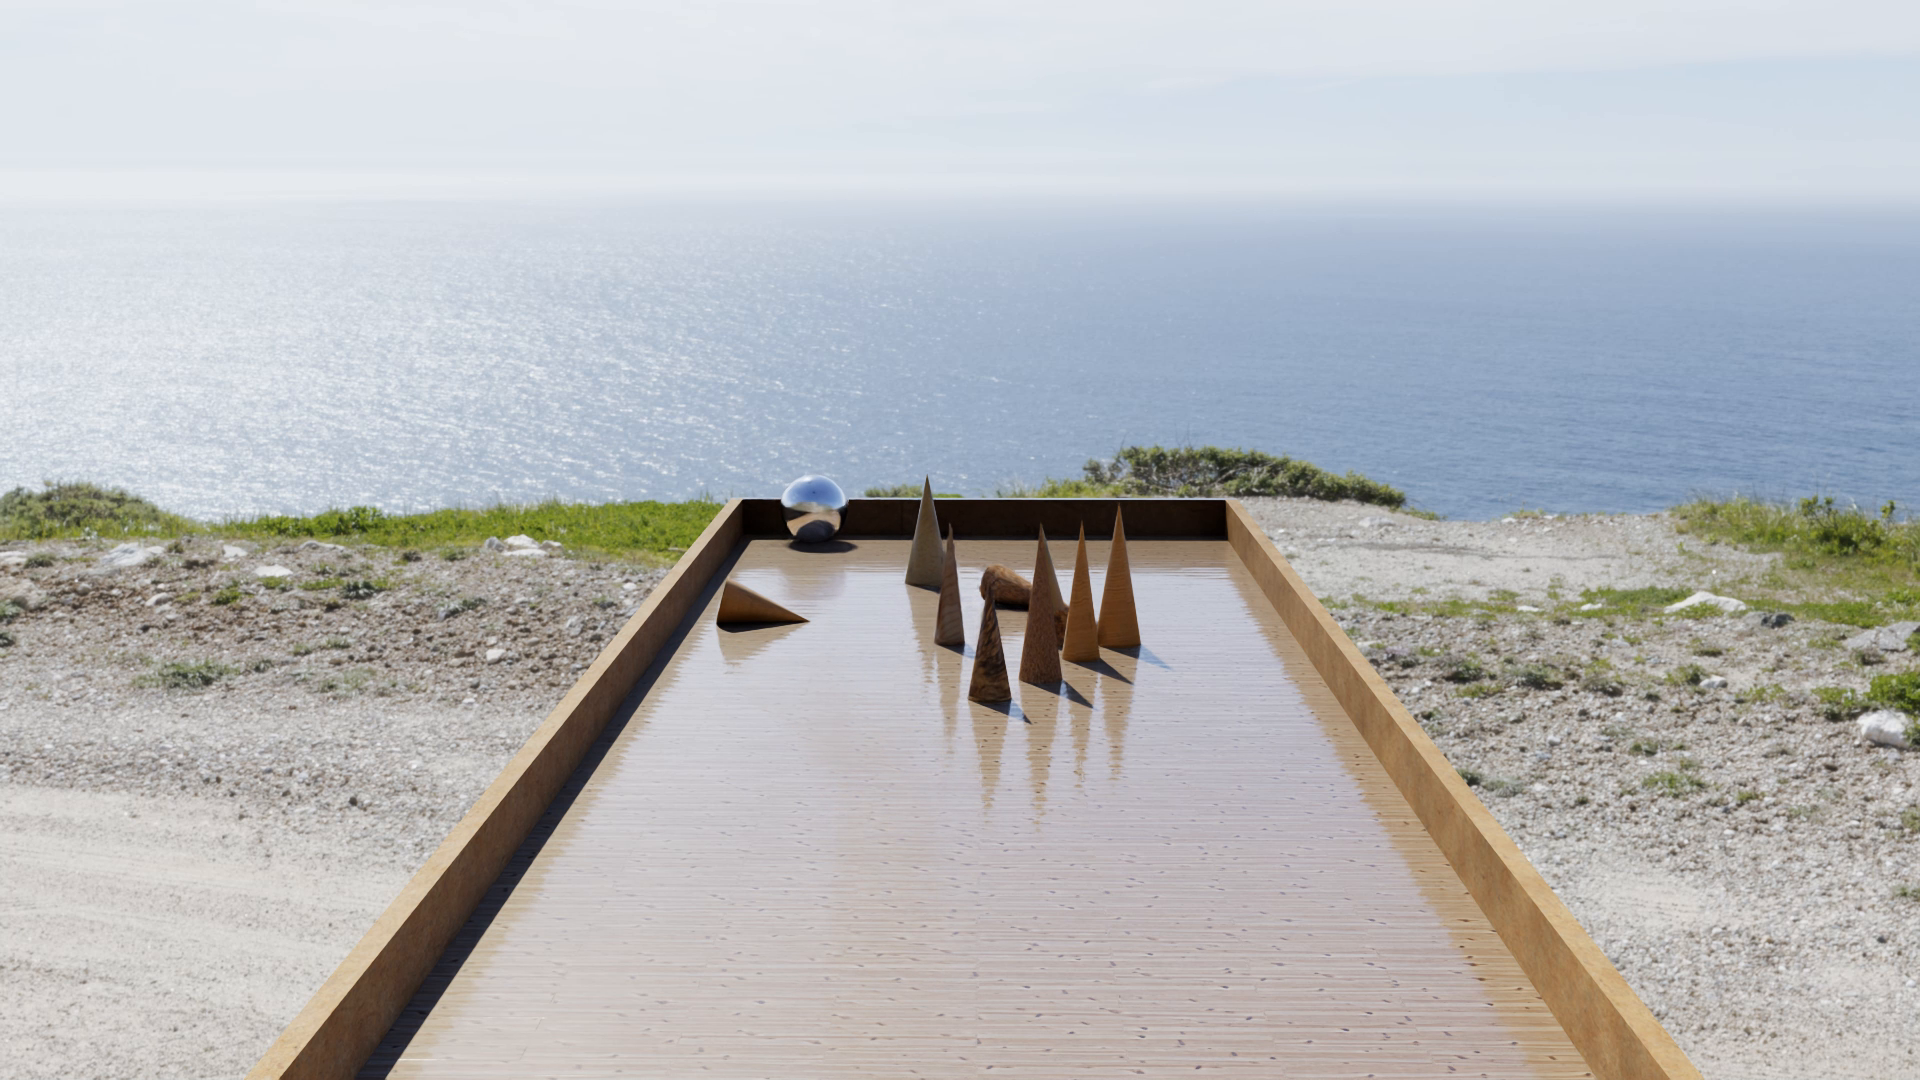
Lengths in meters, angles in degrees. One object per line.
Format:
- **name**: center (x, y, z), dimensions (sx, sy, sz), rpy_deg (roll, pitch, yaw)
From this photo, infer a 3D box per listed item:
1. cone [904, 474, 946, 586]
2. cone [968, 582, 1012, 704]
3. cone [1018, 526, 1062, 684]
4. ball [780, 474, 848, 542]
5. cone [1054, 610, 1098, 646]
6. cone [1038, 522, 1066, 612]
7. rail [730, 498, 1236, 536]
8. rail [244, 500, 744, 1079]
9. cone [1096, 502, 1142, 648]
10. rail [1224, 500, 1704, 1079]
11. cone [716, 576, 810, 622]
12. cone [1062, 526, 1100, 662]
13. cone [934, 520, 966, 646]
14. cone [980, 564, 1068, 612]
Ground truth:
- **cone**: center (-0.119, -0.045, 8.001), dimensions (0.169, 0.404, 0.169), rpy_deg (0, 9, 0)
- **cone**: center (0.083, 0.275, 6.168), dimensions (0.127, 0.346, 0.127), rpy_deg (0, 9, 0)
- **cone**: center (0.235, 0.182, 6.410), dimensions (0.129, 0.454, 0.129), rpy_deg (0, 9, 0)
- **ball**: center (-0.596, -0.130, 8.953), dimensions (0.274, 0.274, 0.274), rpy_deg (0, 9, 0)
- **cone**: center (0.427, 0.281, 7.058), dimensions (0.113, 0.113, 0.386), rpy_deg (6, 3, 34)
- **cone**: center (0.272, 0.122, 7.022), dimensions (0.145, 0.371, 0.145), rpy_deg (-5, 9, 1)
- **rail**: center (0.099, -0.098, 9.147), dimensions (2.100, 0.150, 0.050), rpy_deg (0, 9, 1)
- **rail**: center (-1.004, 0.839, 3.234), dimensions (0.050, 0.150, 12.000), rpy_deg (0, 9, 1)
- **cone**: center (0.498, 0.103, 6.910), dimensions (0.148, 0.455, 0.148), rpy_deg (0, 9, 0)
- **rail**: center (1.046, 0.843, 3.208), dimensions (0.050, 0.150, 12.000), rpy_deg (0, 9, 1)
- **cone**: center (-0.641, 0.234, 7.286), dimensions (0.304, 0.160, 0.160), rpy_deg (14, 8, -4)
- **cone**: center (0.370, 0.149, 6.694), dimensions (0.119, 0.430, 0.119), rpy_deg (0, 9, 0)
- **cone**: center (-0.031, 0.126, 6.930), dimensions (0.101, 0.401, 0.101), rpy_deg (1, 9, 0)
- **cone**: center (0.273, 0.204, 7.510), dimensions (0.433, 0.135, 0.135), rpy_deg (19, 19, 39)
